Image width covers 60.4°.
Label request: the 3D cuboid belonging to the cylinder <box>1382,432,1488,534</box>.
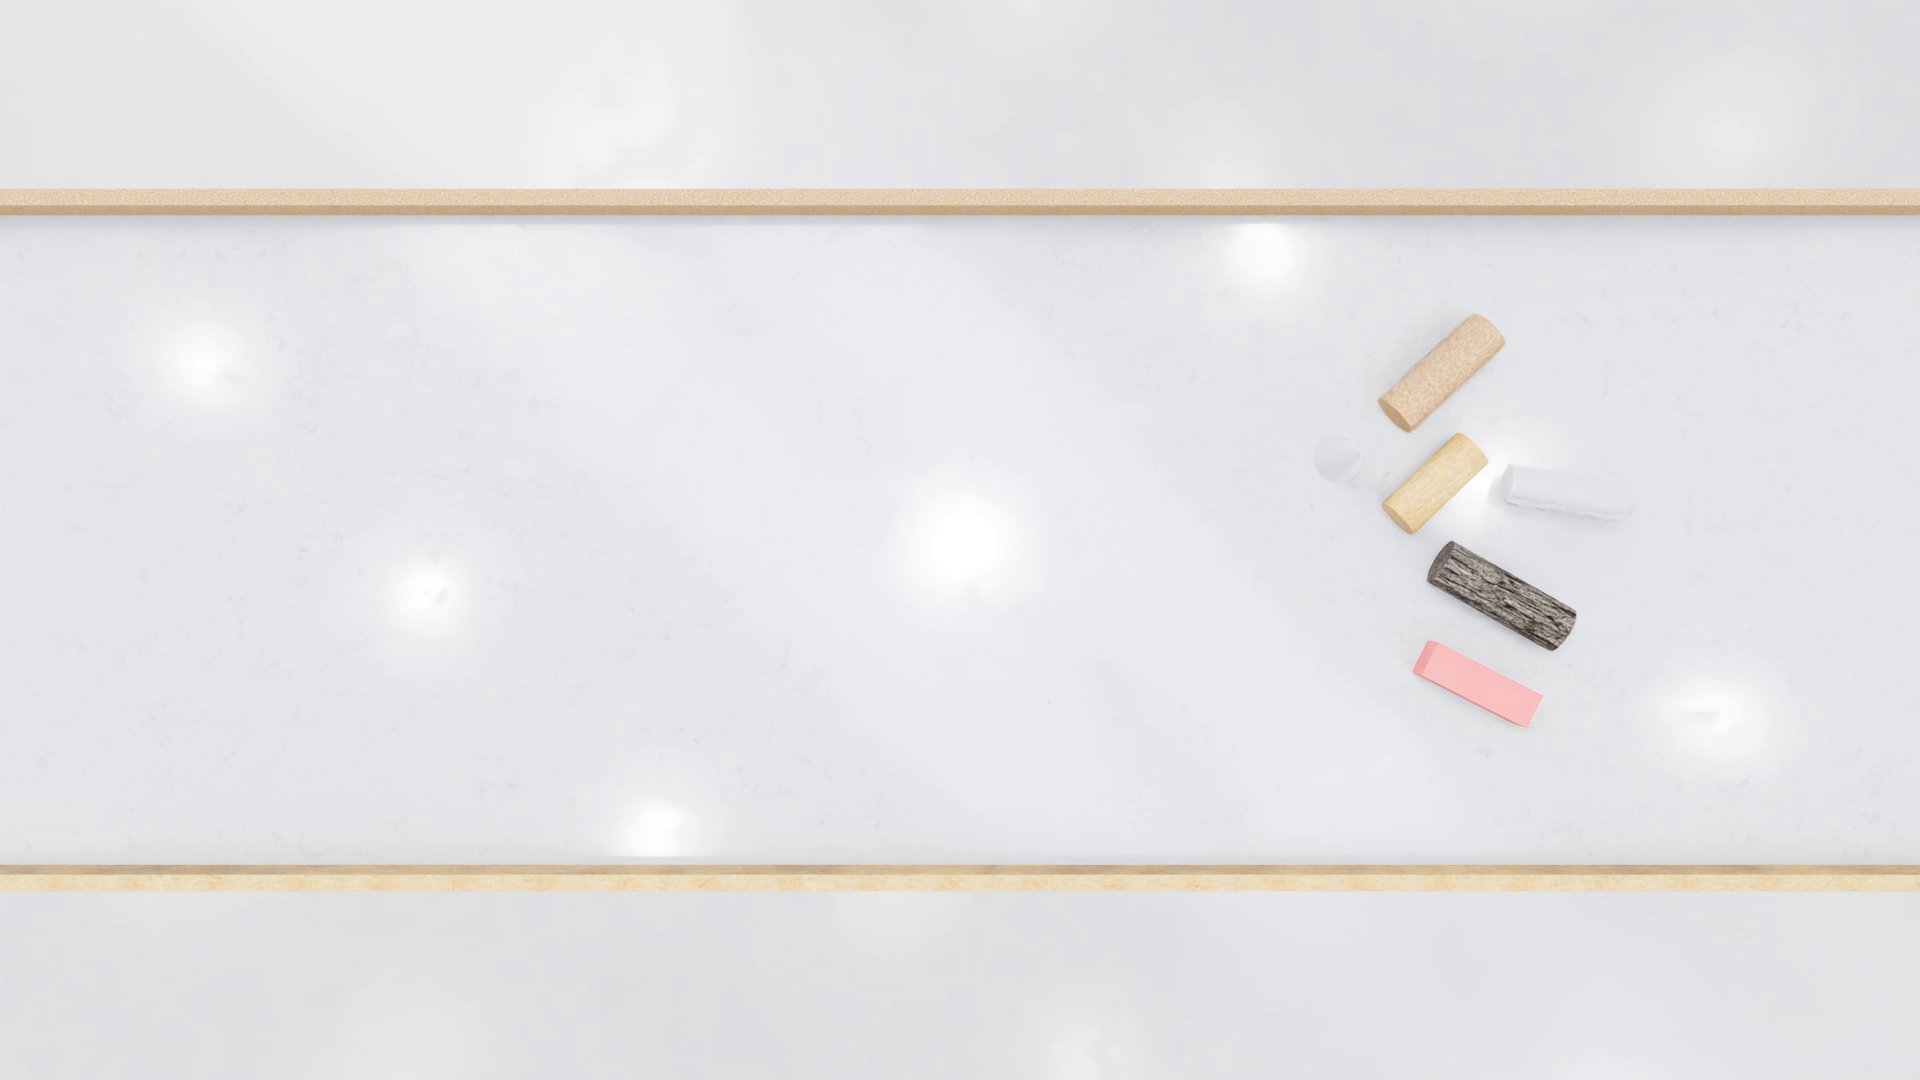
[{"bbox_3d":[1.442,-0.171,5.010,0.313,0.133,0.133,-43,90,0],"label":"cylinder"}]

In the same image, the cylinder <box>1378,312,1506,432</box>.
[{"bbox_3d":[1.461,-0.508,5.007,0.387,0.139,0.139,-43,90,0],"label":"cylinder"}]

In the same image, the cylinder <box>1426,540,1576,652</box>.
[{"bbox_3d":[1.642,0.170,5.004,0.424,0.146,0.146,29,90,0],"label":"cylinder"}]

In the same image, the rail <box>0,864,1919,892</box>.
[{"bbox_3d":[-2.247,1.025,5.001,12.000,0.150,0.050,0,90,0],"label":"rail"}]

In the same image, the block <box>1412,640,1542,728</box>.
[{"bbox_3d":[1.573,0.438,5.021,0.355,0.111,0.111,27,90,0],"label":"block"}]

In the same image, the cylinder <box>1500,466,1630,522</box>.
[{"bbox_3d":[1.841,-0.142,5.020,0.358,0.113,0.113,10,90,0],"label":"cylinder"}]

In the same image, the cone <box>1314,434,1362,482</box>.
[{"bbox_3d":[1.164,-0.250,4.919,0.149,0.316,0.149,0,90,0],"label":"cone"}]

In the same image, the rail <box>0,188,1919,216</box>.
[{"bbox_3d":[-2.247,-1.025,5.002,12.000,0.150,0.050,0,90,0],"label":"rail"}]
